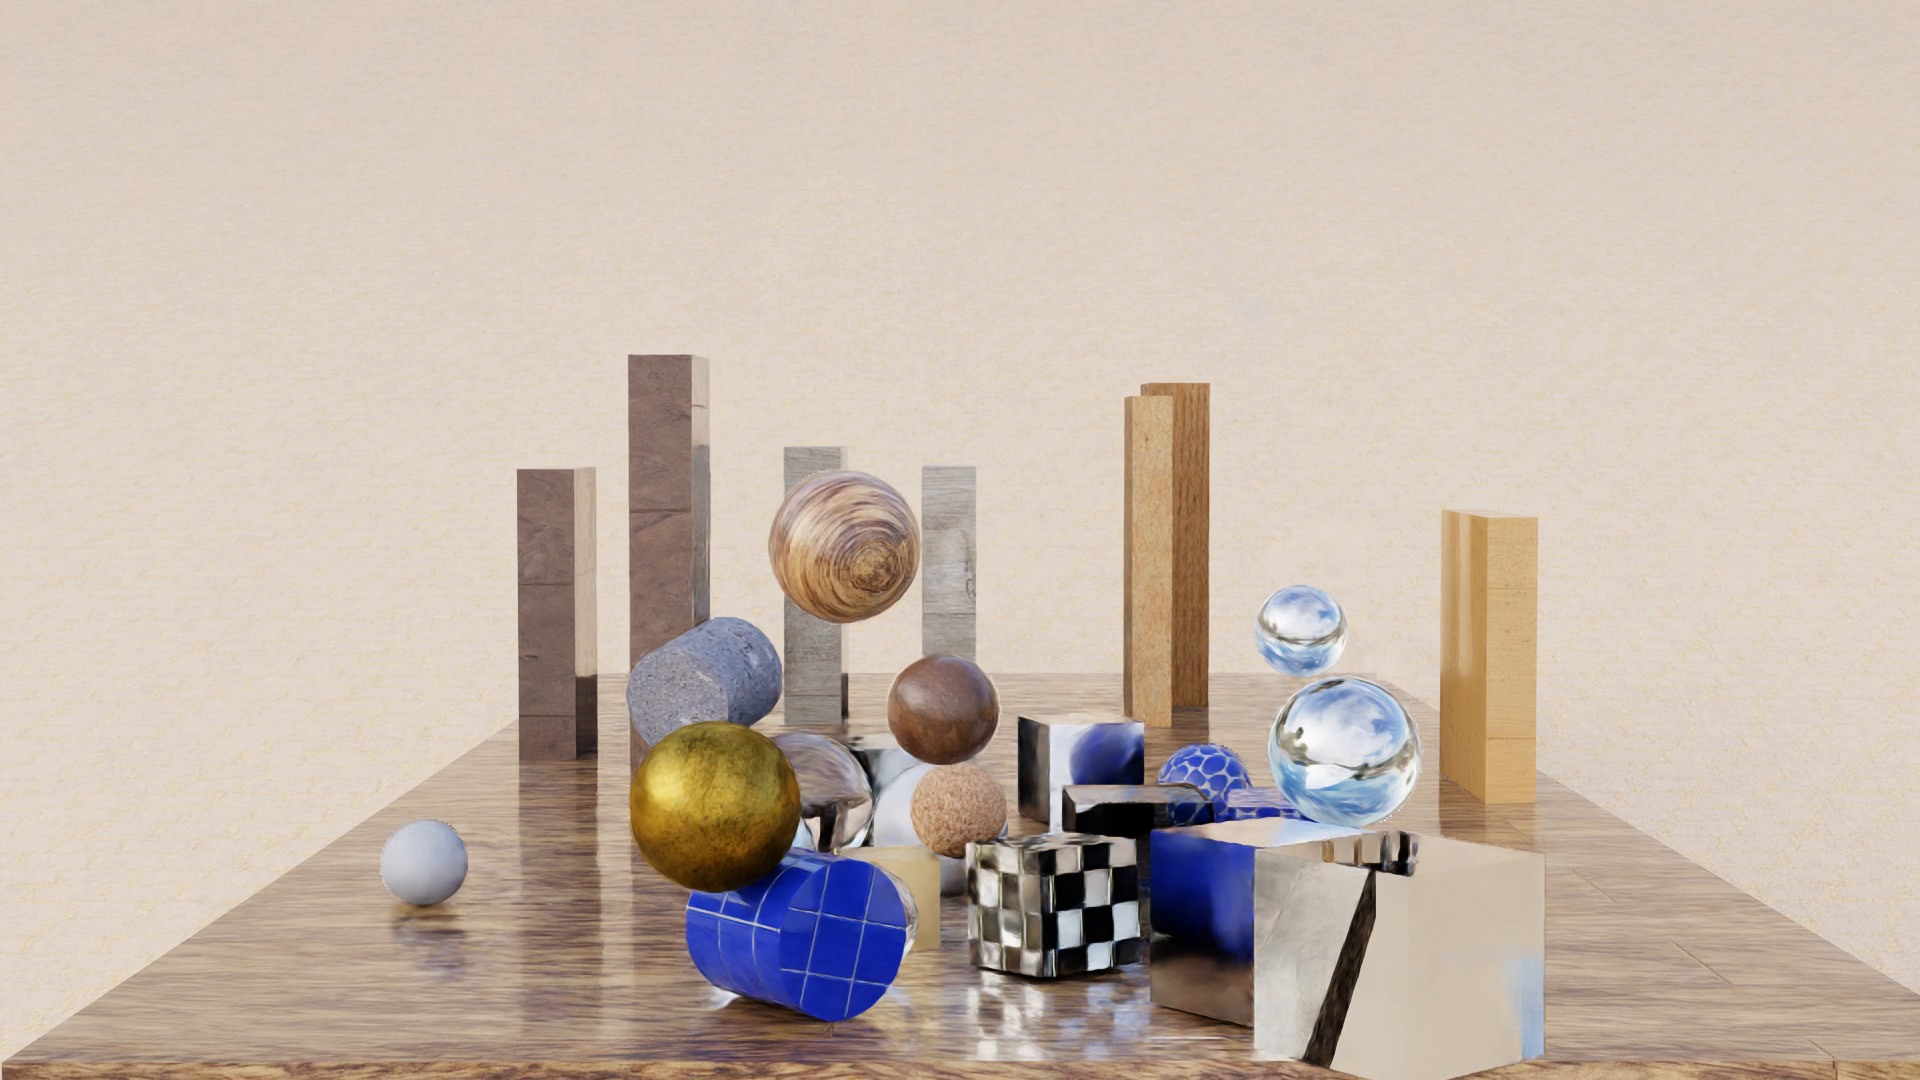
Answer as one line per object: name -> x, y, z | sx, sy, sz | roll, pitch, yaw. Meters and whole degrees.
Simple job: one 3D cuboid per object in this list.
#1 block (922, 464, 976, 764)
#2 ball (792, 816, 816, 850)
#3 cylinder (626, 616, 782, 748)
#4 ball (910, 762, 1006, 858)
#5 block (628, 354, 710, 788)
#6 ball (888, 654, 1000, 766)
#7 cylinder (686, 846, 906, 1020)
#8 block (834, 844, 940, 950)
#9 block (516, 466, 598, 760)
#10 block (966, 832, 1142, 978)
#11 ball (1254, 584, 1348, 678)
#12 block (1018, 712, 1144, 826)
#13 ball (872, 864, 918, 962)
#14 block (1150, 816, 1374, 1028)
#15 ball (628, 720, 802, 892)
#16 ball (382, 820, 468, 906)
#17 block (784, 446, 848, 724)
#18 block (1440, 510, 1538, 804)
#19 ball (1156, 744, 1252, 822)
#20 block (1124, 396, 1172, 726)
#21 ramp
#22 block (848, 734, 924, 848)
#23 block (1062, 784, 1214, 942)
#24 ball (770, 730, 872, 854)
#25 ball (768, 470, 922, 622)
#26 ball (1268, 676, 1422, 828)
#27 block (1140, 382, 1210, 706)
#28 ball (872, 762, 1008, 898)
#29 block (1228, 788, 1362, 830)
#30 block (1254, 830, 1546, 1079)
block -> -0.018, 0.153, 4.380 | 0.089, 0.559, 0.371 | 0, 3, 0
ball -> -0.259, 0.406, 3.310 | 0.149, 0.149, 0.149 | 0, 23, 0
cylinder -> -0.362, 0.209, 3.660 | 0.163, 0.163, 0.163 | 10, 18, 22
ball -> -0.002, 0.327, 3.115 | 0.117, 0.117, 0.117 | 0, 23, 0
block -> -0.479, 0.067, 4.273 | 0.101, 0.741, 0.305 | 0, 3, 0
ball -> -0.018, 0.182, 2.761 | 0.120, 0.120, 0.120 | 0, 23, 0
cylinder -> -0.178, 0.418, 2.774 | 0.170, 0.170, 0.170 | -19, 14, -38
block -> -0.089, 0.434, 3.117 | 0.109, 0.109, 0.109 | -1, 3, -14
block -> -0.773, 0.134, 4.953 | 0.107, 0.547, 0.294 | 0, 3, 0
block -> 0.108, 0.419, 2.980 | 0.142, 0.142, 0.142 | -2, -1, -35
ball -> 0.400, 0.107, 3.018 | 0.109, 0.109, 0.109 | 0, 23, 0
block -> 0.192, 0.365, 4.116 | 0.158, 0.158, 0.158 | -1, 2, -17
ball -> -0.112, 0.433, 2.929 | 0.129, 0.129, 0.129 | 0, 23, 0
block -> 0.337, 0.407, 2.761 | 0.187, 0.187, 0.187 | -1, 1, -37
ball -> -0.257, 0.279, 2.698 | 0.180, 0.180, 0.180 | 0, 23, 0
ball -> -0.700, 0.423, 3.366 | 0.111, 0.111, 0.111 | 0, 23, 0
block -> -0.309, 0.088, 5.587 | 0.119, 0.582, 0.380 | 0, 3, 0
block -> 0.913, 0.191, 4.465 | 0.083, 0.475, 0.407 | 0, 3, 0
ball -> 0.368, 0.381, 3.885 | 0.146, 0.146, 0.146 | 0, 23, 0
block -> 0.399, 0.039, 5.484 | 0.082, 0.689, 0.277 | 0, 3, 0
ramp -> 0.053, 0.476, 4.536 | 2.000, 0.100, 4.000 | 0, 3, 0
block -> -0.074, 0.373, 3.741 | 0.165, 0.165, 0.165 | -4, 3, 0
block -> 0.219, 0.400, 3.205 | 0.169, 0.169, 0.169 | 0, 3, -3
ball -> -0.223, 0.367, 3.558 | 0.205, 0.205, 0.205 | 0, 23, 0
ball -> -0.129, 0.007, 2.875 | 0.171, 0.171, 0.171 | 0, 23, 0
ball -> 0.440, 0.243, 2.946 | 0.173, 0.173, 0.173 | 0, 23, 0
block -> 0.488, 0.005, 5.878 | 0.135, 0.722, 0.279 | 0, 3, 0
ball -> -0.026, 0.385, 3.425 | 0.180, 0.180, 0.180 | 0, 23, 0
block -> 0.416, 0.403, 3.211 | 0.162, 0.162, 0.162 | 0, 3, 7
block -> 0.438, 0.412, 2.568 | 0.202, 0.202, 0.202 | -2, 3, -39
